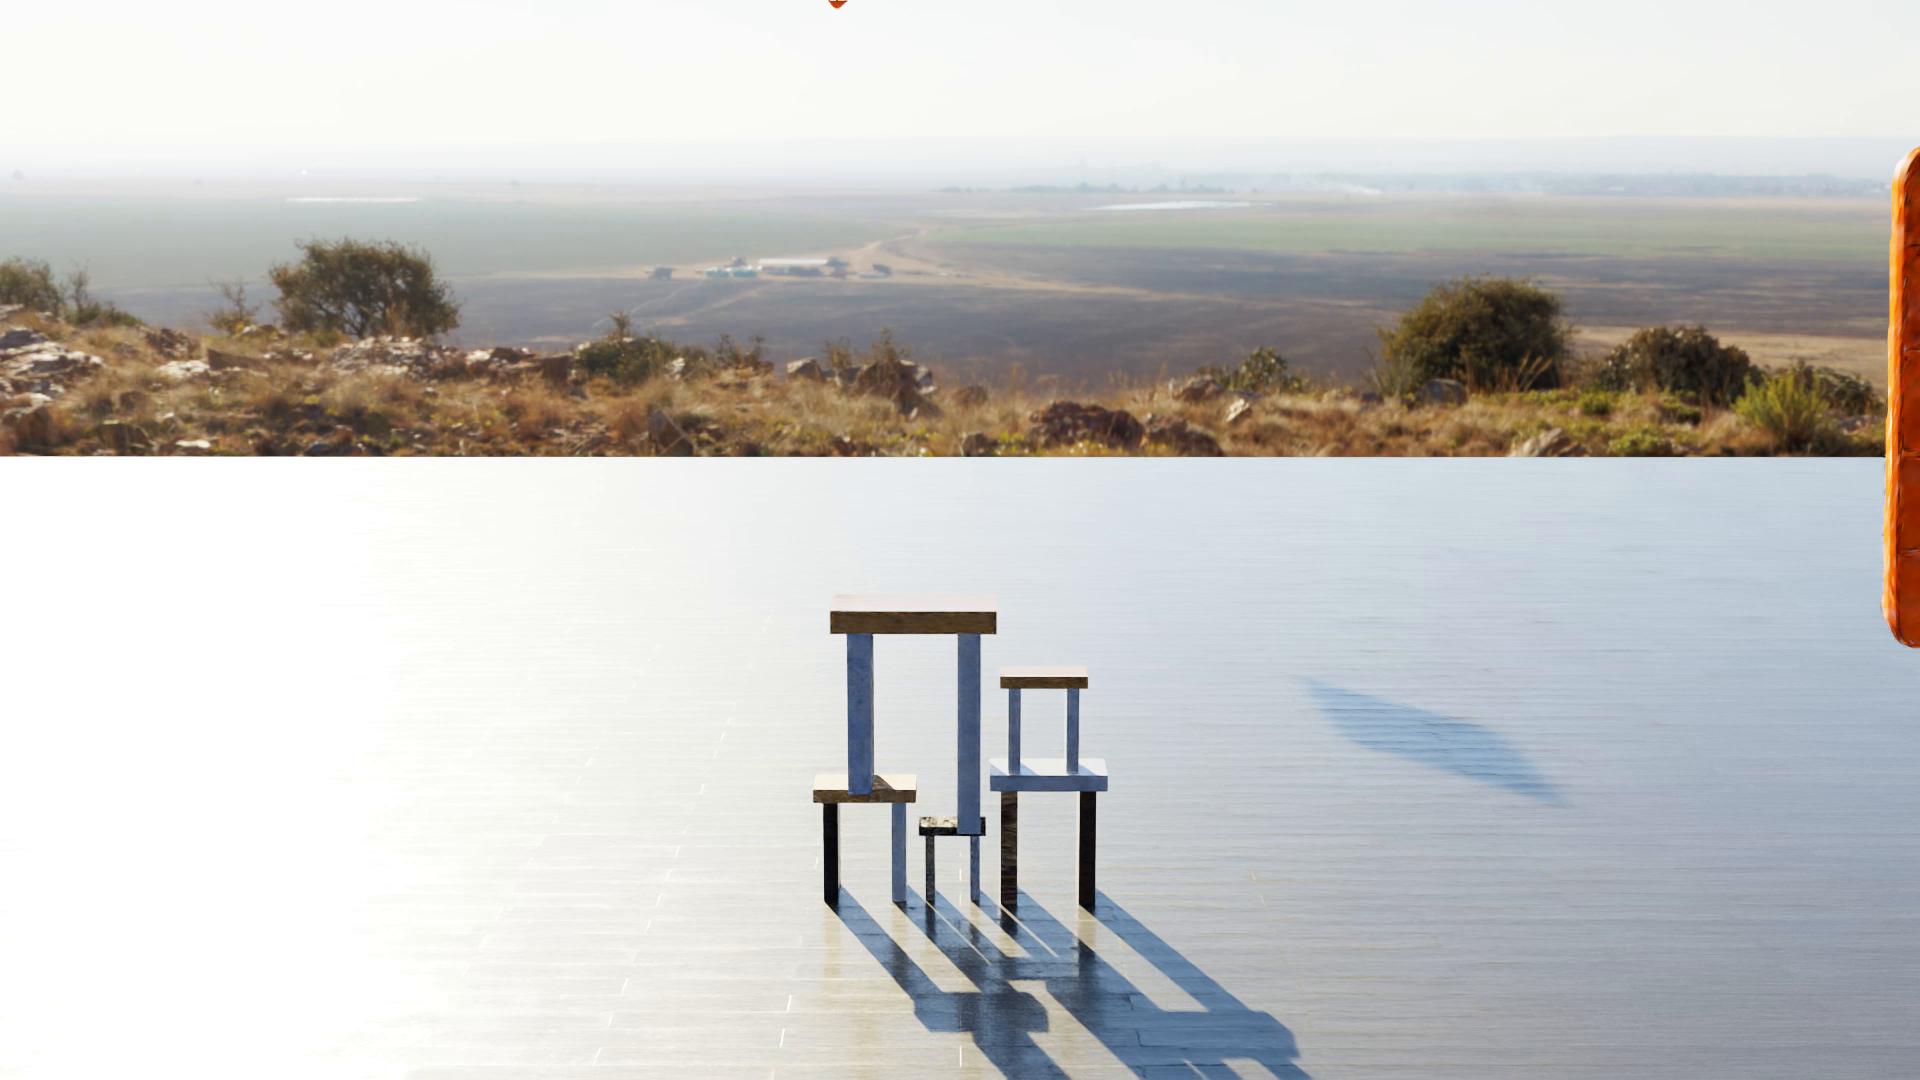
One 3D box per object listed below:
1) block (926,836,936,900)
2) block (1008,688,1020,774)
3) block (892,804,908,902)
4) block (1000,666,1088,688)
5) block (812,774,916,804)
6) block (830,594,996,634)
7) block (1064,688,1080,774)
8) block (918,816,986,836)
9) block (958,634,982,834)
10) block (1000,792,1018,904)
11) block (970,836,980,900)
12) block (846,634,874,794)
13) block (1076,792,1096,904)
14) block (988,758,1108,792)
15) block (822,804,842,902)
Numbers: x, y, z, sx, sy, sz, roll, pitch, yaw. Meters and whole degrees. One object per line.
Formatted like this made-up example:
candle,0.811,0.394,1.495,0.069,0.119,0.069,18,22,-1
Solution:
block,-0.049,0.536,3.655,0.016,0.111,0.055,0,11,0
block,0.089,0.305,3.612,0.020,0.142,0.071,0,11,0
block,-0.101,0.506,3.659,0.024,0.168,0.084,0,11,0
block,0.136,0.225,3.597,0.142,0.020,0.071,0,11,0
block,-0.157,0.412,3.641,0.168,0.024,0.084,0,11,0
block,-0.074,0.120,3.580,0.267,0.038,0.134,0,11,0
block,0.184,0.305,3.612,0.020,0.142,0.071,0,11,0
block,-0.012,0.474,3.643,0.111,0.016,0.055,0,11,0
block,0.015,0.302,3.613,0.038,0.333,0.134,0,11,0
block,0.080,0.496,3.649,0.027,0.193,0.096,0,11,0
block,0.025,0.536,3.655,0.016,0.111,0.055,0,11,0
block,-0.163,0.270,3.609,0.038,0.267,0.134,0,11,0
block,0.209,0.496,3.649,0.027,0.193,0.096,0,11,0
block,0.144,0.388,3.629,0.193,0.027,0.096,0,11,0
block,-0.213,0.506,3.659,0.024,0.168,0.084,0,11,0
